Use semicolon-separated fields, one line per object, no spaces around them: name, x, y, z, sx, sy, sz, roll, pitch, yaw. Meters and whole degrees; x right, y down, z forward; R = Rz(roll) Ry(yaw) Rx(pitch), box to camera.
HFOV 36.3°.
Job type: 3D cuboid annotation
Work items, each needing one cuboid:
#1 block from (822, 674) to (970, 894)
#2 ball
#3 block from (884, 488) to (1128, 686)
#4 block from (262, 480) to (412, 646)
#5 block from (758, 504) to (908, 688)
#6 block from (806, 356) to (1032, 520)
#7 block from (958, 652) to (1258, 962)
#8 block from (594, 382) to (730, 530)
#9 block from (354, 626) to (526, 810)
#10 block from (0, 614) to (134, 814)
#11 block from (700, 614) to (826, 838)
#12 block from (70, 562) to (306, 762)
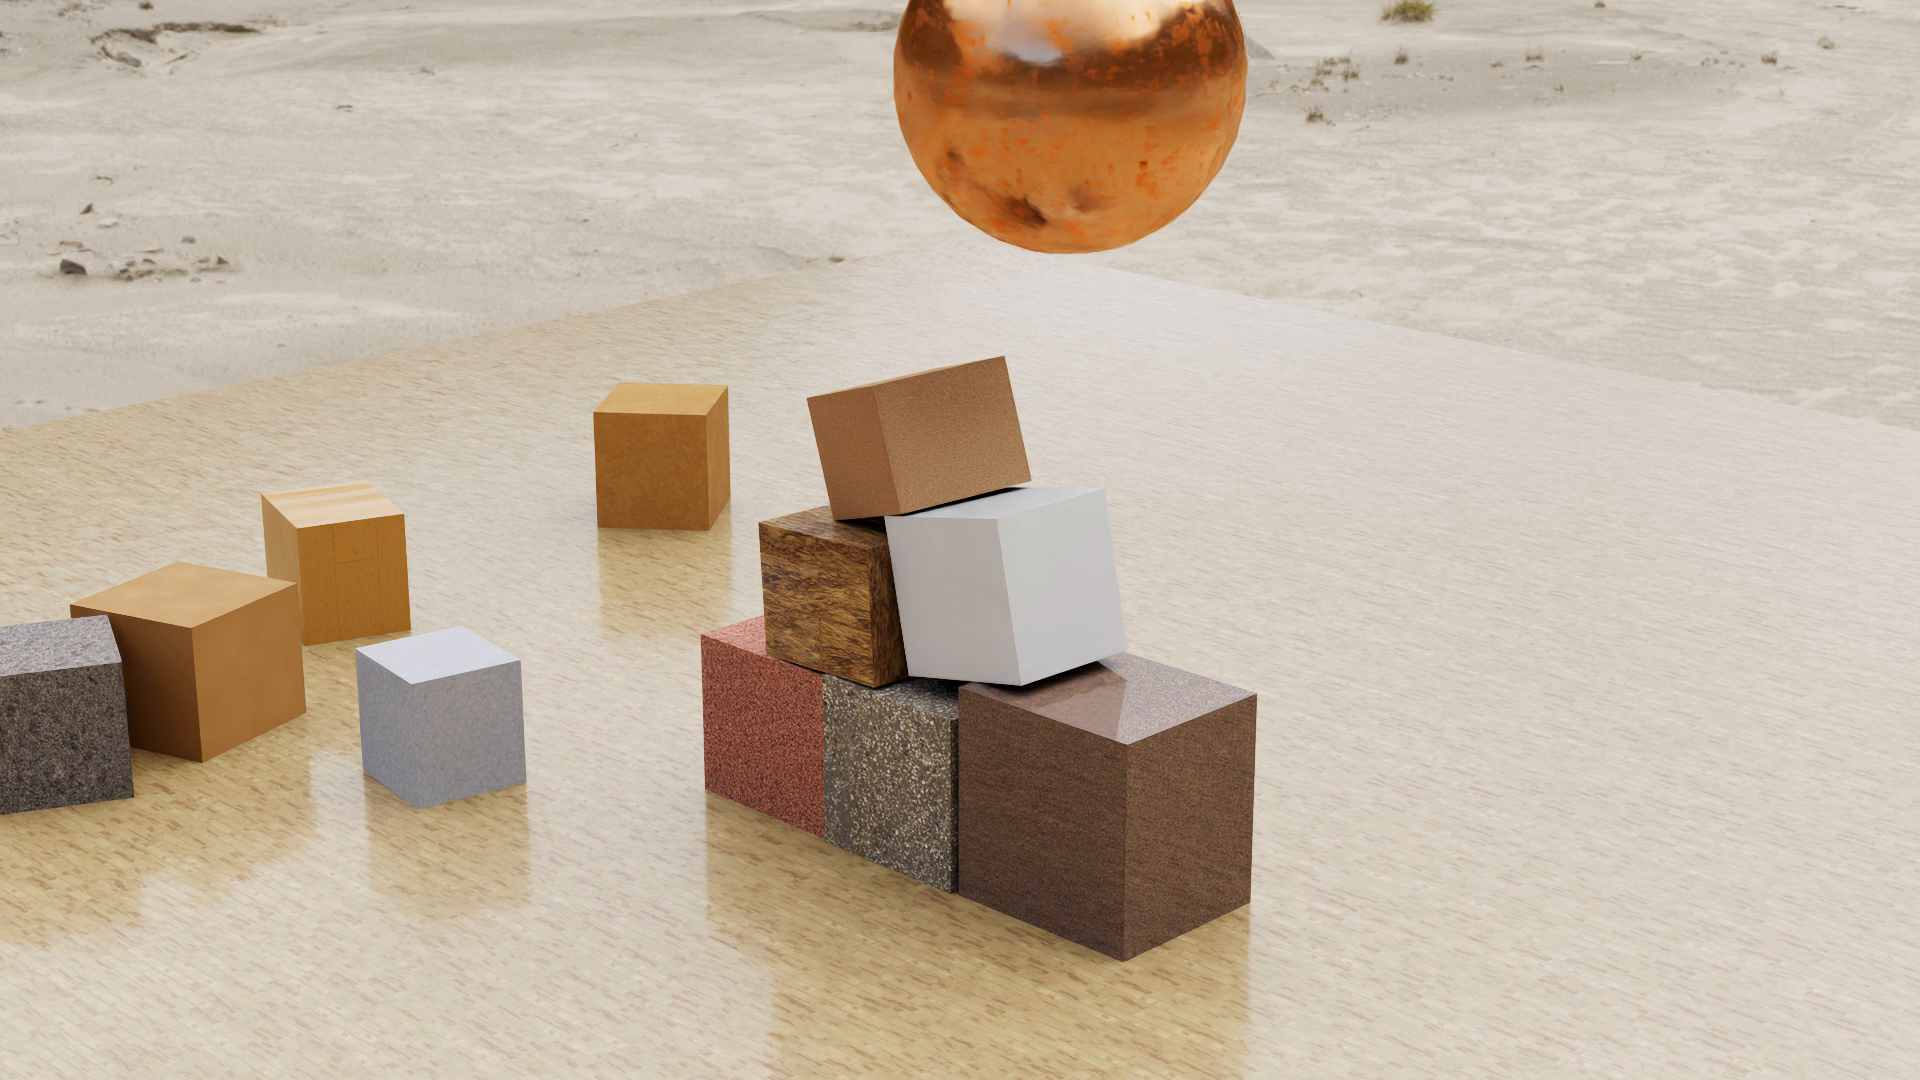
block;-0.034;1.021;13.702;0.862;0.836;0.839;-17;24;-42
ball;0.493;-2.087;13.203;1.600;1.600;1.600;0;17;0
block;0.206;0.194;13.214;0.656;0.743;0.766;-16;12;-39
block;-3.578;0.122;16.802;0.613;0.692;0.764;-9;20;-26
block;-0.369;0.213;13.803;0.806;0.649;0.792;-15;19;-40
block;-0.194;-0.467;13.552;0.693;0.587;0.695;-15;5;-28
block;0.649;1.138;13.053;0.991;1.001;0.862;16;24;42
block;-1.902;-0.543;18.810;0.720;0.757;0.756;2;18;6
block;-2.568;0.868;14.506;0.585;0.645;0.631;-12;21;-34
block;-4.499;0.855;14.452;0.703;0.703;0.755;-6;19;-20
block;-0.656;0.849;14.293;0.808;0.809;0.890;-17;24;-42
block;-3.986;0.618;15.179;0.803;0.719;0.804;9;19;26
